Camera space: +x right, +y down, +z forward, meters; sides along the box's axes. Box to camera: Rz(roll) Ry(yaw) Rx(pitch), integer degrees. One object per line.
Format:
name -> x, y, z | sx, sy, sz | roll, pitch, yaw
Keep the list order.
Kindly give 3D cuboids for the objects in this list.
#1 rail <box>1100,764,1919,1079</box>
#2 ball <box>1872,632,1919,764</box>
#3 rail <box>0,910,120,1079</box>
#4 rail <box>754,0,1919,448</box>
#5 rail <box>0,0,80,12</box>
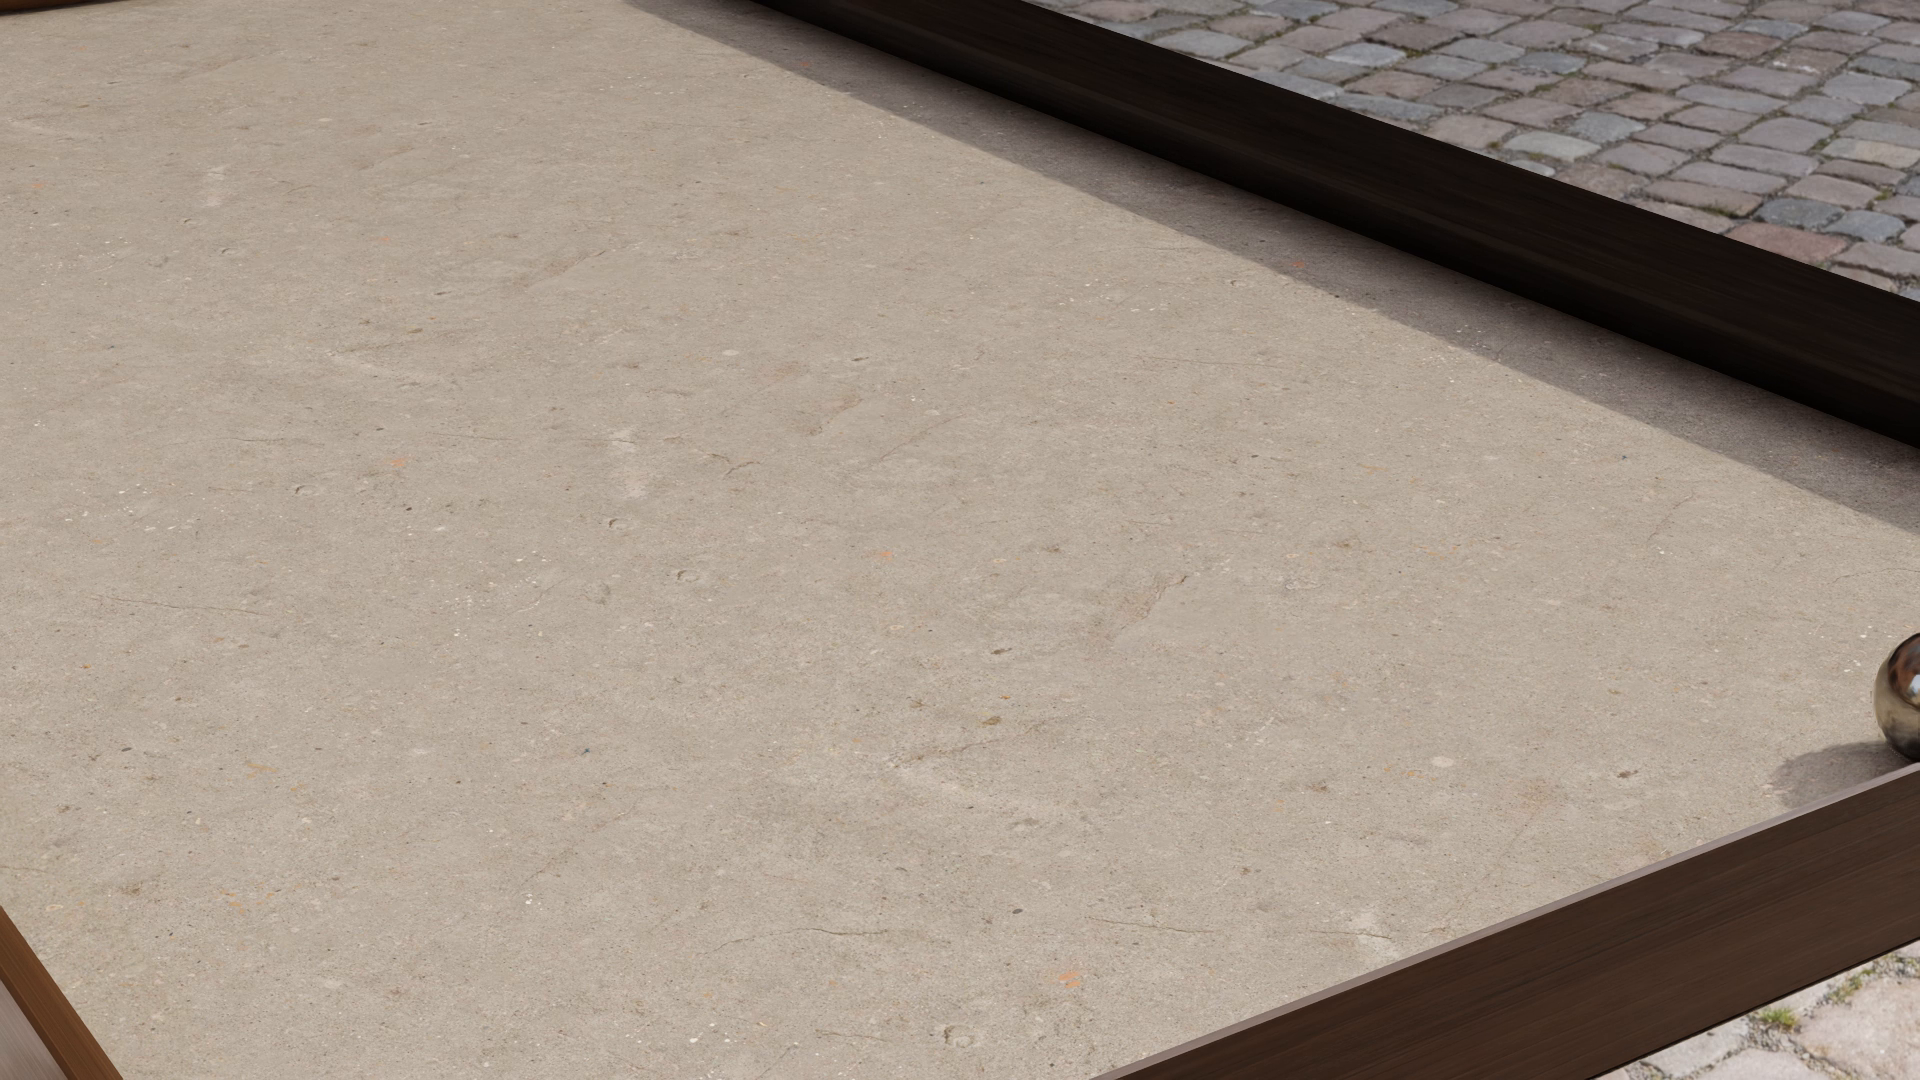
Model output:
rail -> 0.417, 0.222, 1.705 | 1.708, 0.127, 0.045 | -15, 27, -30
ball -> 0.674, 0.108, 2.007 | 0.098, 0.098, 0.098 | 0, 23, 0
rail -> -1.123, -0.106, 2.463 | 0.045, 0.127, 3.122 | -15, 27, -30
rail -> 0.263, -0.468, 3.303 | 0.045, 0.127, 3.122 | -15, 27, -30
rail -> -1.276, -0.795, 4.061 | 1.708, 0.127, 0.045 | -15, 27, -30
